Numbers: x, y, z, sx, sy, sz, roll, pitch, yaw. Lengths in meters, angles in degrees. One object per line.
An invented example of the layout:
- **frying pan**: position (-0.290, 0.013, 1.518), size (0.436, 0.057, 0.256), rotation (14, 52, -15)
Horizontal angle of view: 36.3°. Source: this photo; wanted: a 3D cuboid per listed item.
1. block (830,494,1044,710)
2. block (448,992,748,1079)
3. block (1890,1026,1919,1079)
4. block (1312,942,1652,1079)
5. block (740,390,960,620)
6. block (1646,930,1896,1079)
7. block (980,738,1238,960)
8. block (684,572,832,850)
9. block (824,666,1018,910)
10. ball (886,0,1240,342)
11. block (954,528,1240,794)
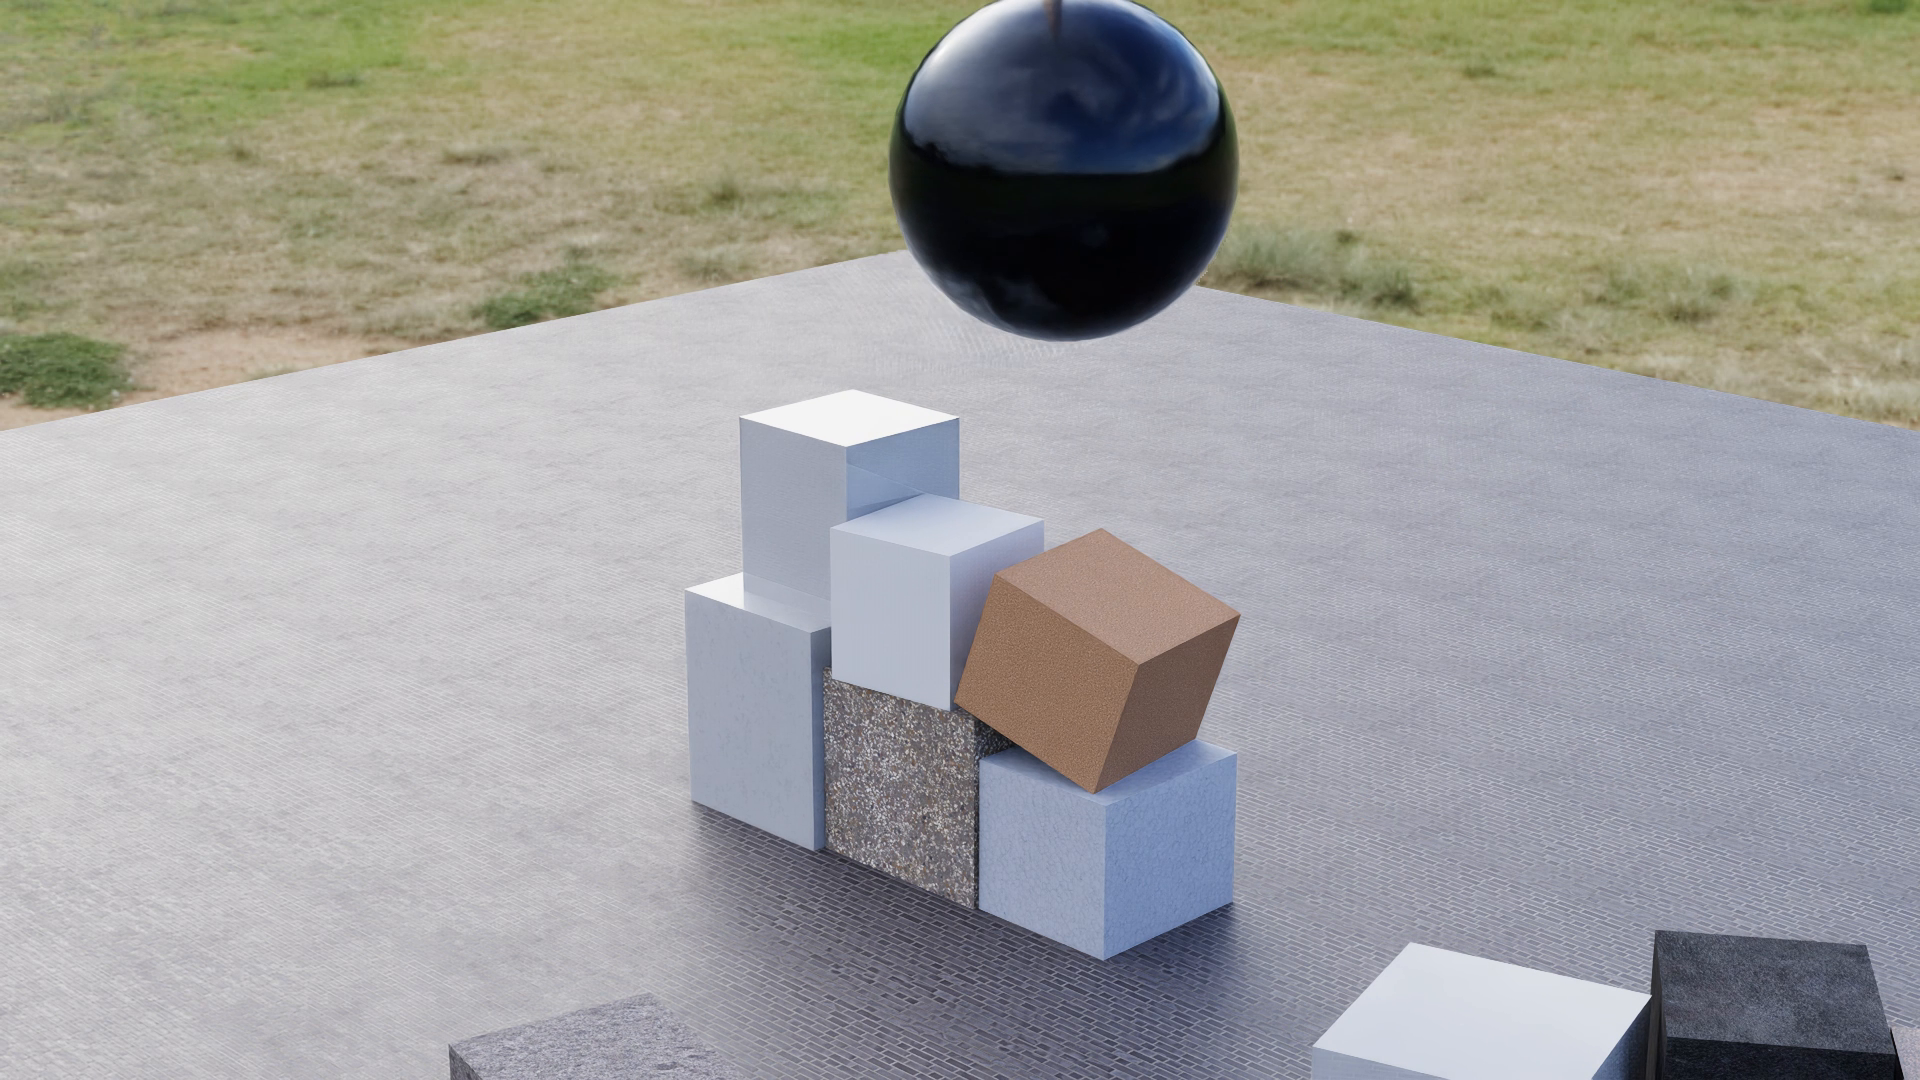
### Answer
- **block**: position (-0.100, 0.268, 13.301), size (0.681, 0.718, 0.696), rotation (13, 22, 36)
- **block**: position (-1.227, 2.169, 10.125), size (0.768, 0.790, 0.838), rotation (-10, 20, -30)
- **block**: position (3.576, 2.217, 10.034), size (0.731, 0.753, 0.808), rotation (3, 18, 10)
- **block**: position (1.831, 2.074, 10.346), size (0.906, 0.838, 0.945), rotation (9, 20, 27)
- **block**: position (-0.518, -0.167, 13.844), size (0.723, 0.857, 0.734), rotation (-17, 24, -42)
- **block**: position (2.856, 2.008, 10.471), size (0.750, 0.889, 0.866), rotation (3, 18, 10)
- **block**: position (0.656, 1.294, 13.033), size (0.864, 0.716, 0.751), rotation (-17, 24, -42)
- **block**: position (-0.632, 0.734, 14.206), size (1.040, 1.081, 0.895), rotation (-17, 24, -42)
- **block**: position (0.054, 1.018, 13.611), size (0.977, 0.897, 0.957), rotation (17, 24, 42)
- **ball**: position (0.468, -1.700, 13.299), size (1.600, 1.600, 1.600), rotation (0, 17, 0)
- **block**: position (0.601, 0.515, 12.829), size (0.784, 0.673, 0.816), rotation (32, 31, 26)
